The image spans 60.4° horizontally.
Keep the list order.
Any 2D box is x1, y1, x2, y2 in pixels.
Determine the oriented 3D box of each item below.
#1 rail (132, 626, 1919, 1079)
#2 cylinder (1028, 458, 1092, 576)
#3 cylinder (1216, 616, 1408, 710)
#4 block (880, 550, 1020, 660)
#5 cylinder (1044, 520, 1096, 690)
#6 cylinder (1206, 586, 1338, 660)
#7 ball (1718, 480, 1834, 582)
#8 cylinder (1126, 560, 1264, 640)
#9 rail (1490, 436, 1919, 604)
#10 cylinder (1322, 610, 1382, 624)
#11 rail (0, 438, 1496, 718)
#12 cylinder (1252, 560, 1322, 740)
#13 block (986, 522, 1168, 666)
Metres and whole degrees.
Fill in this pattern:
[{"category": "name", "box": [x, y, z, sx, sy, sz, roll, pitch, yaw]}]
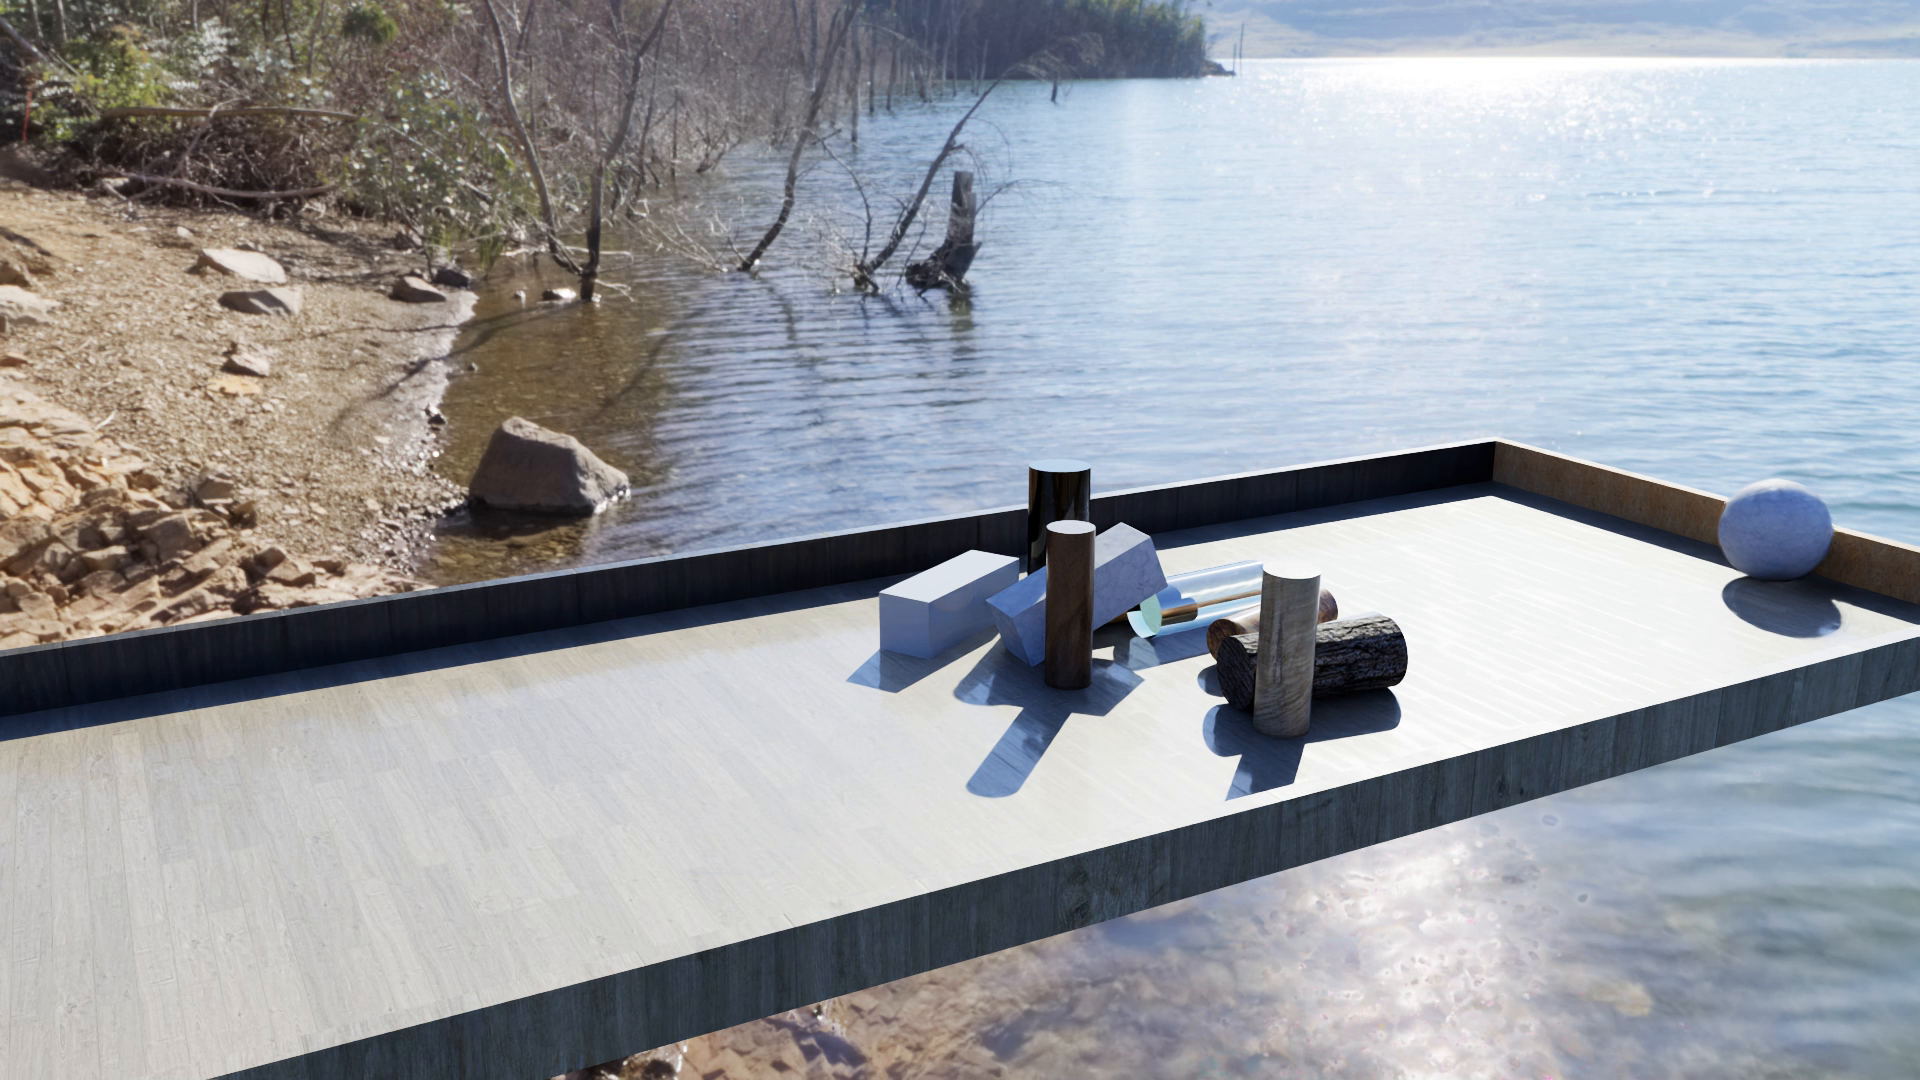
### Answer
[{"category": "rail", "box": [-2.336, 1.006, 1.665, 12.000, 0.150, 0.050, -9, 18, -27]}, {"category": "cylinder", "box": [0.276, -0.005, 4.625, 0.173, 0.417, 0.173, 0, 15, 0]}, {"category": "cylinder", "box": [0.860, 0.297, 4.026, 0.430, 0.177, 0.177, -6, 17, -20]}, {"category": "block", "box": [-0.023, 0.170, 4.499, 0.157, 0.157, 0.459, 10, 19, 31]}, {"category": "cylinder", "box": [0.272, 0.162, 4.087, 0.119, 0.404, 0.119, 0, 16, 0]}, {"category": "cylinder", "box": [0.829, 0.225, 4.358, 0.404, 0.130, 0.130, -15, 22, -41]}, {"category": "ball", "box": [2.424, -0.027, 4.903, 0.307, 0.307, 0.307, 0, 16, 0]}, {"category": "cylinder", "box": [0.663, 0.161, 4.534, 0.398, 0.154, 0.154, -10, 19, -30]}, {"category": "rail", "box": [2.466, -0.048, 5.253, 0.050, 0.150, 2.100, -9, 18, -27]}, {"category": "cylinder", "box": [0.923, 0.271, 4.243, 0.415, 0.107, 0.107, -10, 19, -31]}, {"category": "rail", "box": [-3.305, 0.497, 3.399, 12.000, 0.150, 0.050, -9, 18, -27]}, {"category": "cylinder", "box": [0.751, 0.253, 3.797, 0.131, 0.391, 0.131, 0, 17, 0]}, {"category": "block", "box": [0.308, 0.140, 4.332, 0.434, 0.155, 0.155, -29, 25, -15]}]
